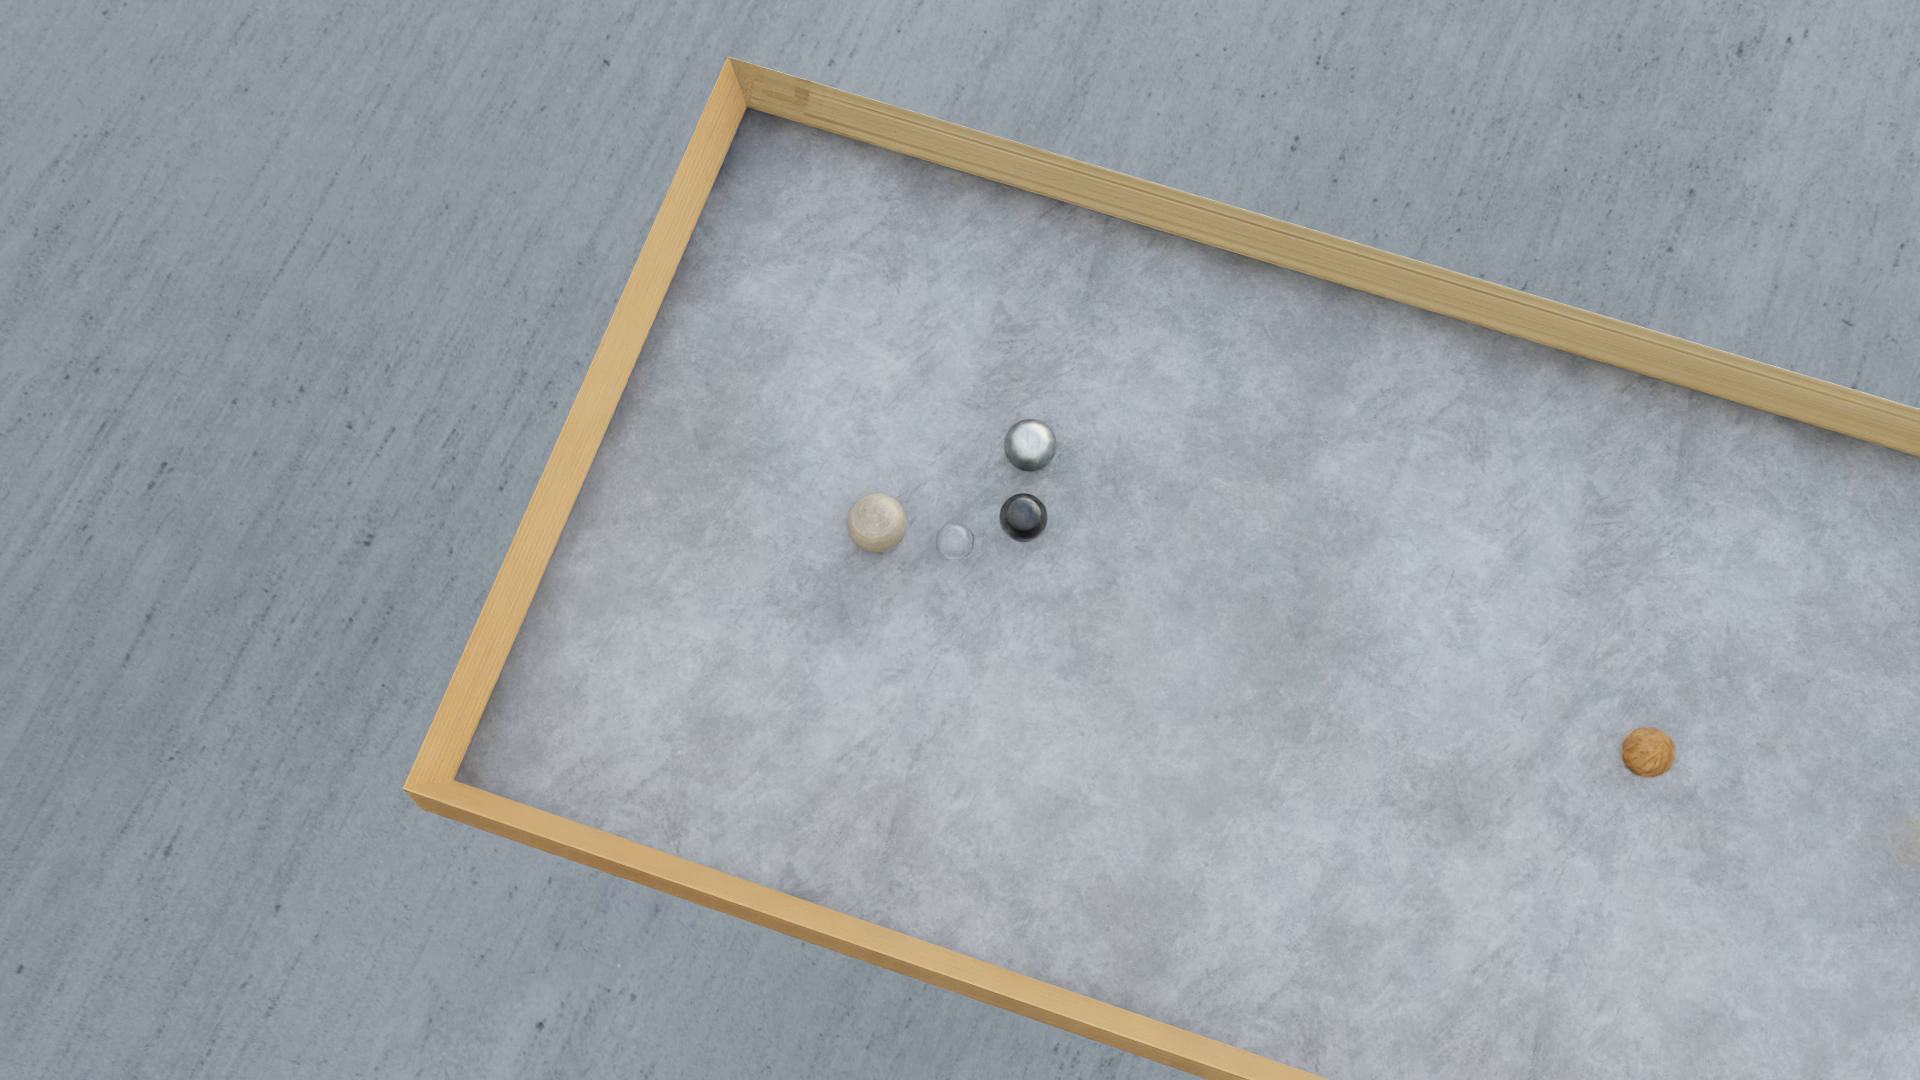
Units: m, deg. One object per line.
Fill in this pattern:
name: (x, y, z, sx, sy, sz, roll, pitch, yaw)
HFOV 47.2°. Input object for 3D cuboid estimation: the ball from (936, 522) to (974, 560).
ball: (-0.008, 0.002, 3.468, 0.061, 0.061, 0.061, 0, 69, 0)

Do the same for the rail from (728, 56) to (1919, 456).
rail: (0.811, -0.382, 3.581, 2.552, 0.123, 0.045, 18, 70, 7)

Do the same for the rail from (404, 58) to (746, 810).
rail: (-0.581, -0.194, 3.509, 0.045, 0.123, 1.330, 18, 70, 7)

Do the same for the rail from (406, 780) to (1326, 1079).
rail: (0.396, 0.751, 3.146, 2.552, 0.123, 0.045, 18, 70, 7)

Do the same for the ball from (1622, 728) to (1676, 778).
ball: (1.045, 0.322, 3.337, 0.076, 0.076, 0.076, 0, 69, 0)

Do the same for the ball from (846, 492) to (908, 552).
ball: (-0.131, -0.027, 3.461, 0.095, 0.095, 0.095, 0, 69, 0)

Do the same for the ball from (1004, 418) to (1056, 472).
ball: (0.112, -0.151, 3.514, 0.085, 0.085, 0.085, 0, 69, 0)

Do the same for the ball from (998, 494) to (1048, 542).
ball: (0.100, -0.035, 3.474, 0.077, 0.077, 0.077, 0, 69, 0)
